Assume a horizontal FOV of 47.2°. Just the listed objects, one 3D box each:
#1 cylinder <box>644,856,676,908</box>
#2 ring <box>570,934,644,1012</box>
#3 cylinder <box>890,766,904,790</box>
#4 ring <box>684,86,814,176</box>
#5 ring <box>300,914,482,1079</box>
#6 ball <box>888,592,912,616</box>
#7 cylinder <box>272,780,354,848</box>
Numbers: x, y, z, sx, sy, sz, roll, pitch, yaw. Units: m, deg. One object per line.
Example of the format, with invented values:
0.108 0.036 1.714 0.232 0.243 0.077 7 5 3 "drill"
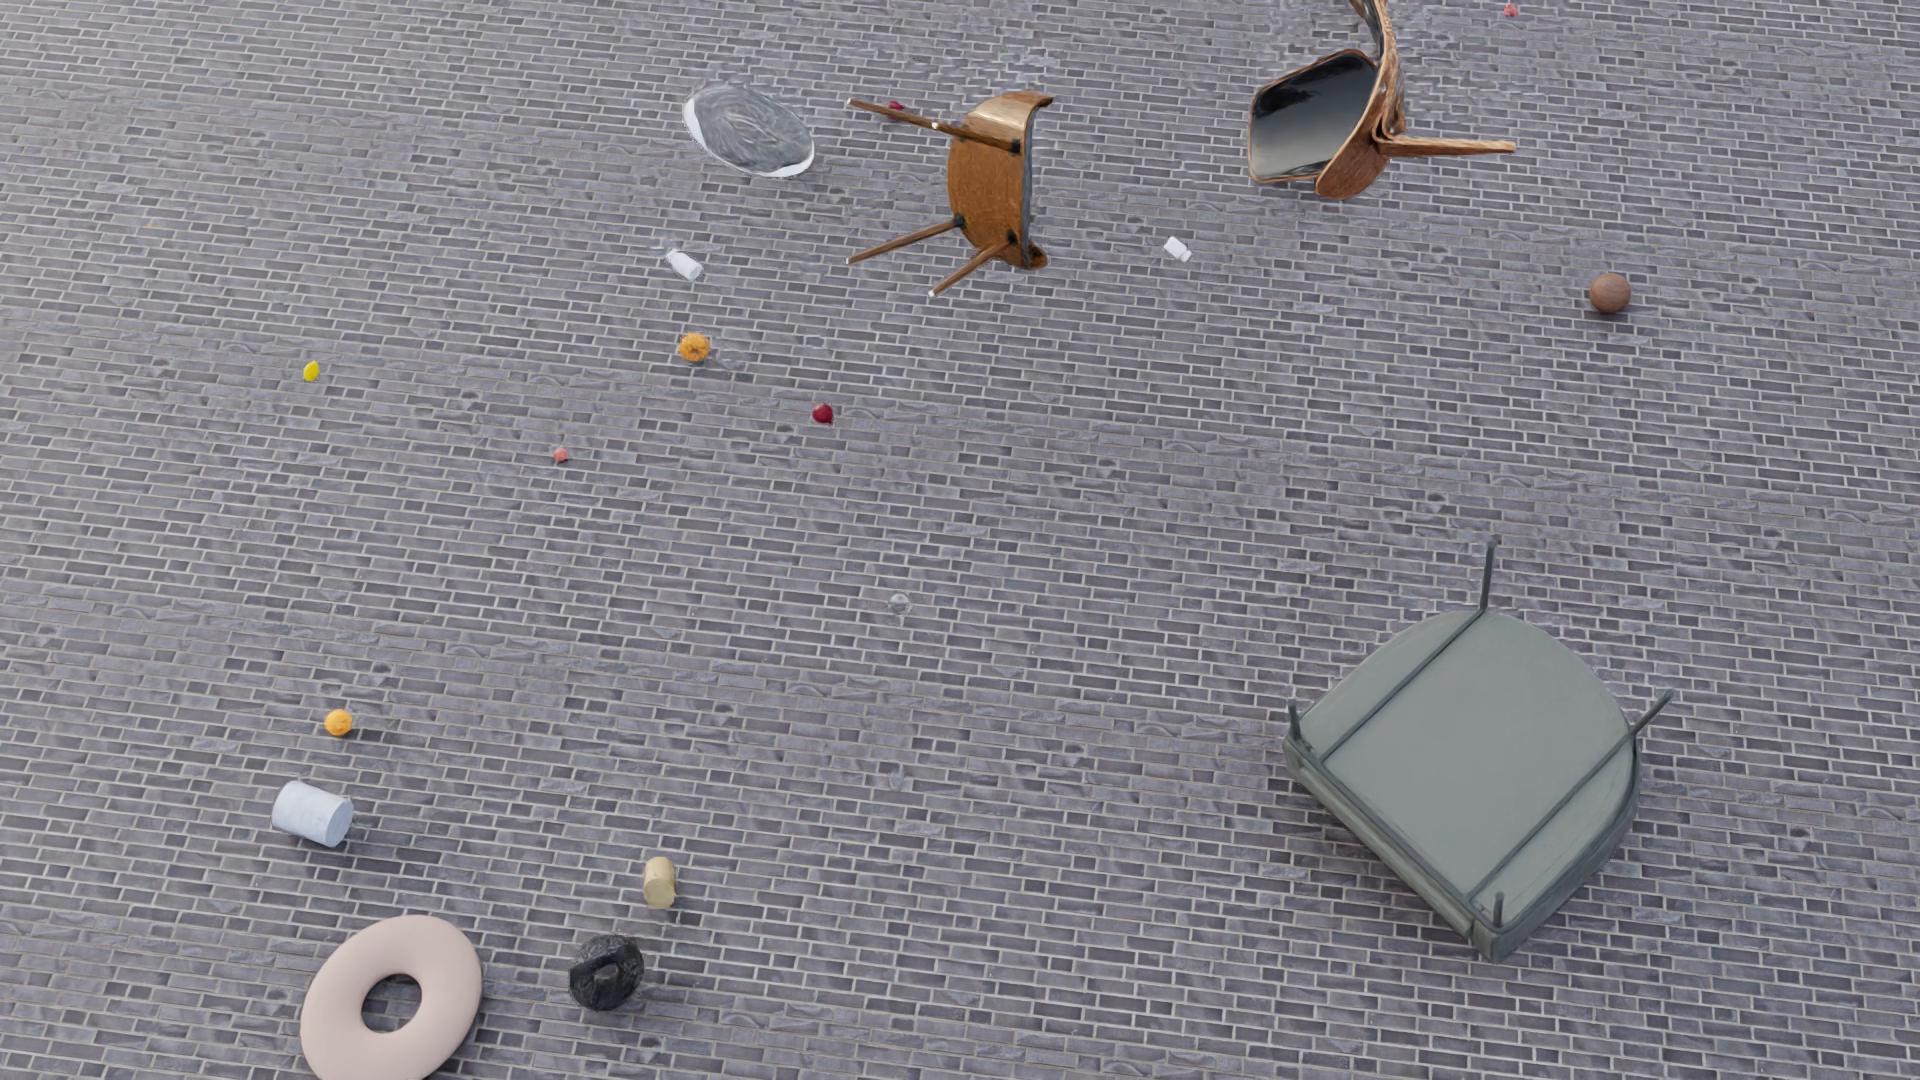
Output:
-0.802 0.915 5.874 0.083 0.096 0.107 -13 24 -1 "cylinder"
-0.919 1.124 5.716 0.212 0.183 0.105 -52 24 7 "ring"
-0.176 0.658 6.079 0.034 0.073 0.058 5 77 -4 "cylinder"
-0.700 -1.361 7.324 0.468 0.121 0.294 20 58 -20 "ring"
-1.479 1.206 5.723 0.441 0.071 0.514 25 60 15 "ring"
-0.177 0.185 6.408 0.069 0.069 0.069 0 56 0 "ball"
-1.762 0.745 5.992 0.166 0.136 0.136 18 28 12 "cylinder"
